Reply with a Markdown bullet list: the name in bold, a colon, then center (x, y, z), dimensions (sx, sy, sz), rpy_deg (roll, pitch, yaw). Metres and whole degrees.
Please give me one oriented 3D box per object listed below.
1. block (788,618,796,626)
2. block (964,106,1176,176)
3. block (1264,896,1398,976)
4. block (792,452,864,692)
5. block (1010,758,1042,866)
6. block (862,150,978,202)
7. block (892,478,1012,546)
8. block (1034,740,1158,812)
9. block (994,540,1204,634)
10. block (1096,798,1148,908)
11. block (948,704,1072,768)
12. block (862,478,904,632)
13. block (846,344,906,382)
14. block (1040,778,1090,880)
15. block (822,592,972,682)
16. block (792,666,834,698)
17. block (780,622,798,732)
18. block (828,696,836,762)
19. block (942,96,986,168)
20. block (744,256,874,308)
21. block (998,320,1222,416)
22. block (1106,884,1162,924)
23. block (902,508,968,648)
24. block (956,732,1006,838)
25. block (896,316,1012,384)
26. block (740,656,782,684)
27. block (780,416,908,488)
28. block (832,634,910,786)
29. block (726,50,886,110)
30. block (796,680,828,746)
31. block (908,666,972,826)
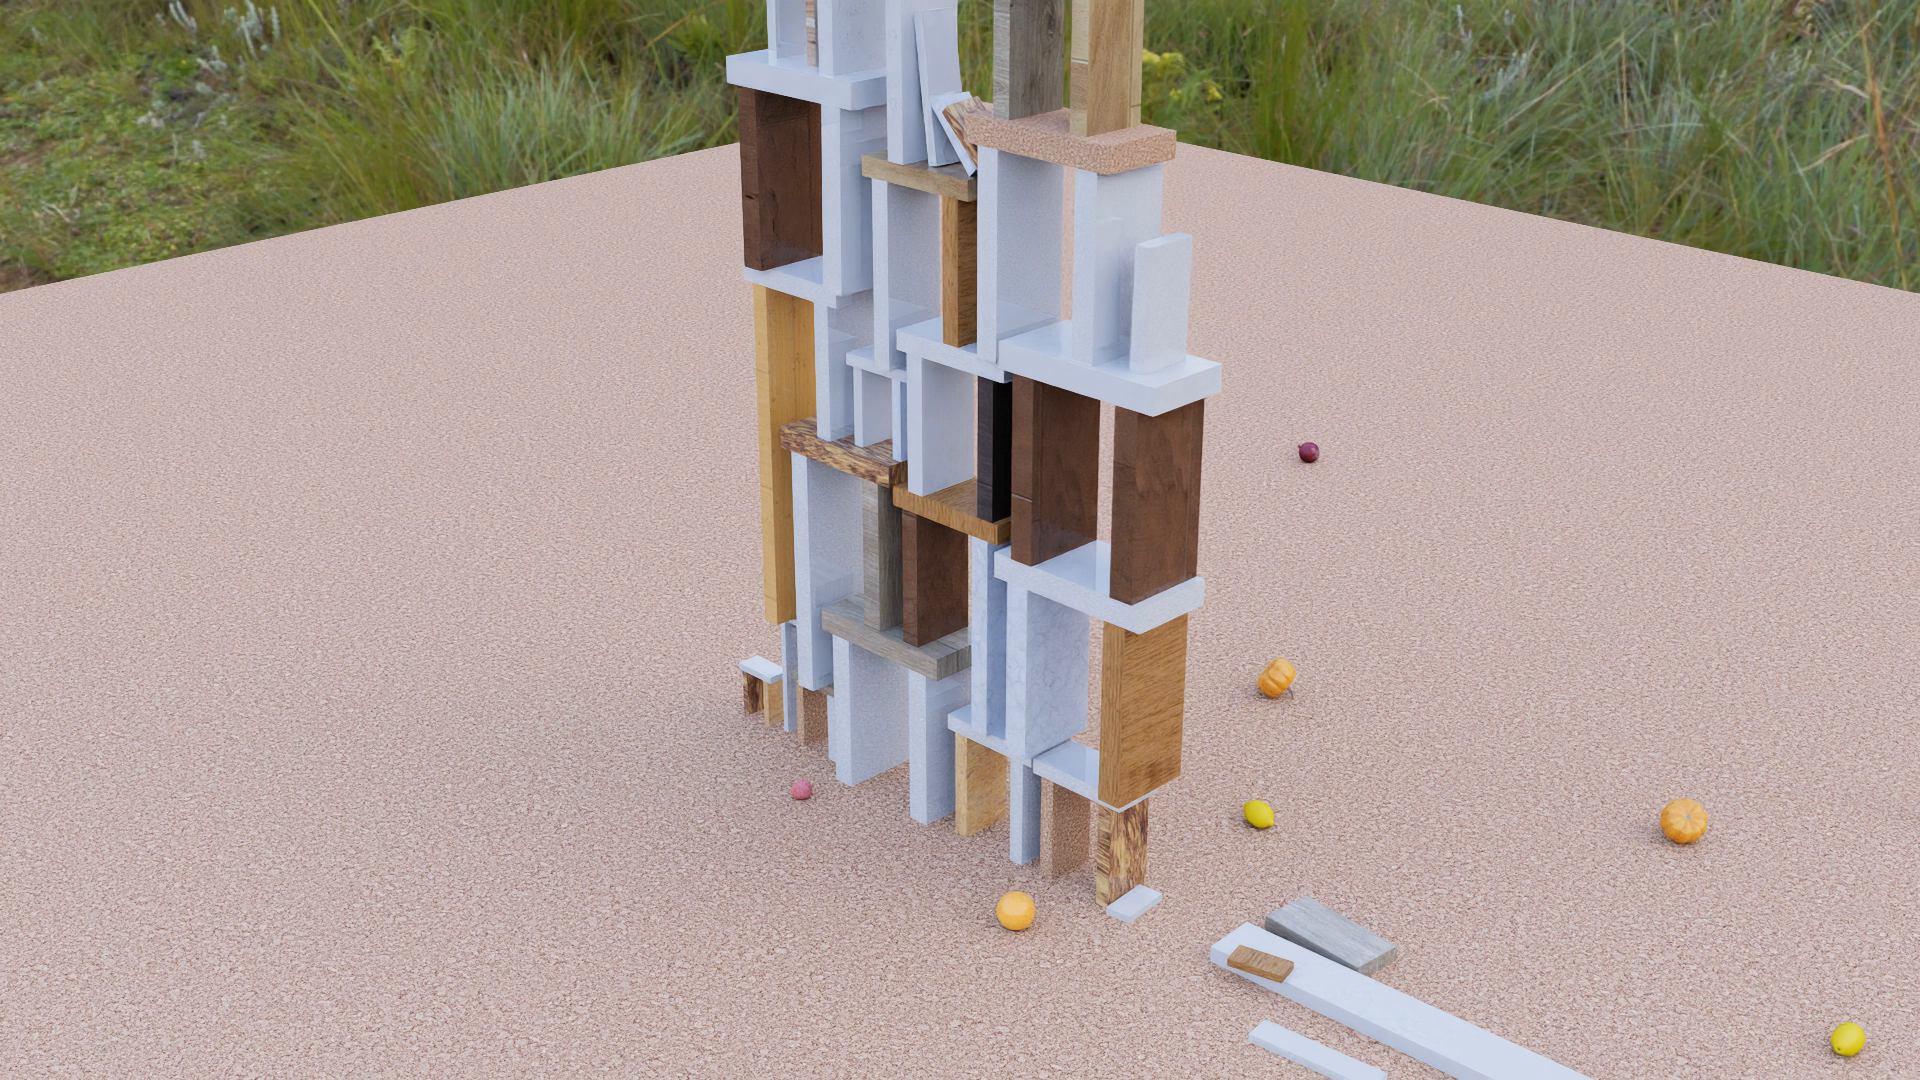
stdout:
- **block**: center (-0.338, 0.166, 4.666), dimensions (0.047, 0.013, 0.094), rpy_deg (-21, 31, -40)
- **block**: center (0.184, -0.685, 3.732), dimensions (0.168, 0.048, 0.336), rpy_deg (-21, 30, -40)
- **block**: center (0.675, 0.726, 4.010), dimensions (0.110, 0.031, 0.220), rpy_deg (-18, 29, -36)
- **block**: center (-0.266, 0.046, 4.536), dimensions (0.045, 0.522, 0.158), rpy_deg (21, 31, 40)
- **block**: center (0.148, 0.509, 4.274), dimensions (0.112, 0.224, 0.032), rpy_deg (-21, 31, -41)
- **block**: center (-0.035, -0.667, 3.978), dimensions (0.137, 0.039, 0.274), rpy_deg (-21, 31, -40)
- **block**: center (0.020, -0.066, 4.170), dimensions (0.140, 0.040, 0.281), rpy_deg (-21, 31, -40)
- **block**: center (0.253, 0.442, 4.129), dimensions (0.215, 0.030, 0.108), rpy_deg (21, 31, 40)
- **block**: center (0.250, 0.069, 3.981), dimensions (0.351, 0.050, 0.175), rpy_deg (21, 31, 41)
- **block**: center (0.305, 0.574, 4.132), dimensions (0.108, 0.215, 0.030), rpy_deg (-21, 31, -40)
- **block**: center (0.095, 0.371, 4.272), dimensions (0.112, 0.032, 0.224), rpy_deg (-21, 31, -41)
- **block**: center (-0.118, 0.010, 4.356), dimensions (0.158, 0.316, 0.045), rpy_deg (-21, 31, -41)
- **block**: center (-0.132, -0.339, 4.215), dimensions (0.163, 0.023, 0.081), rpy_deg (20, 30, 39)
- **block**: center (0.203, 0.535, 4.224), dimensions (0.030, 0.215, 0.108), rpy_deg (21, 31, 41)
- **block**: center (-0.104, 0.183, 4.414), dimensions (0.334, 0.047, 0.167), rpy_deg (21, 31, 41)
- **block**: center (-0.277, 0.293, 4.651), dimensions (0.076, 0.022, 0.153), rpy_deg (-21, 31, -40)
- **block**: center (-0.360, 0.287, 4.742), dimensions (0.047, 0.268, 0.013), rpy_deg (-21, 31, -41)
- **block**: center (-0.243, 0.387, 4.654), dimensions (0.076, 0.153, 0.022), rpy_deg (-21, 30, -40)
- **block**: center (0.039, -0.704, 3.867), dimensions (0.076, 0.152, 0.022), rpy_deg (-26, -9, -39)
- **block**: center (-0.284, -0.516, 4.320), dimensions (0.138, 0.039, 0.276), rpy_deg (-21, 31, -40)
- **block**: center (0.257, -0.301, 3.813), dimensions (0.356, 0.050, 0.178), rpy_deg (21, 31, 40)
- **block**: center (0.328, 0.683, 4.132), dimensions (0.053, 0.015, 0.105), rpy_deg (18, 29, 36)
- **block**: center (-0.047, 0.056, 4.293), dimensions (0.140, 0.281, 0.040), rpy_deg (-21, 31, -41)
- **block**: center (0.042, 0.468, 4.371), dimensions (0.112, 0.224, 0.032), rpy_deg (-21, 31, -41)
- **block**: center (0.029, -0.353, 4.039), dimensions (0.276, 0.039, 0.138), rpy_deg (21, 31, 41)
- **block**: center (-0.428, 0.283, 4.805), dimensions (0.105, 0.015, 0.053), rpy_deg (21, 31, 41)
- **block**: center (-0.192, -0.185, 4.354), dimensions (0.158, 0.045, 0.316), rpy_deg (-21, 31, -40)
- **block**: center (-0.182, 0.328, 4.560), dimensions (0.047, 0.334, 0.167), rpy_deg (21, 31, 41)
- **block**: center (-0.257, -0.872, 4.135), dimensions (0.178, 0.050, 0.356), rpy_deg (-21, 31, -40)
- **block**: center (-0.314, 0.359, 4.719), dimensions (0.077, 0.153, 0.022), rpy_deg (-21, 31, -40)
- **block**: center (-0.025, 0.389, 4.416), dimensions (0.047, 0.334, 0.167), rpy_deg (21, 31, 41)
